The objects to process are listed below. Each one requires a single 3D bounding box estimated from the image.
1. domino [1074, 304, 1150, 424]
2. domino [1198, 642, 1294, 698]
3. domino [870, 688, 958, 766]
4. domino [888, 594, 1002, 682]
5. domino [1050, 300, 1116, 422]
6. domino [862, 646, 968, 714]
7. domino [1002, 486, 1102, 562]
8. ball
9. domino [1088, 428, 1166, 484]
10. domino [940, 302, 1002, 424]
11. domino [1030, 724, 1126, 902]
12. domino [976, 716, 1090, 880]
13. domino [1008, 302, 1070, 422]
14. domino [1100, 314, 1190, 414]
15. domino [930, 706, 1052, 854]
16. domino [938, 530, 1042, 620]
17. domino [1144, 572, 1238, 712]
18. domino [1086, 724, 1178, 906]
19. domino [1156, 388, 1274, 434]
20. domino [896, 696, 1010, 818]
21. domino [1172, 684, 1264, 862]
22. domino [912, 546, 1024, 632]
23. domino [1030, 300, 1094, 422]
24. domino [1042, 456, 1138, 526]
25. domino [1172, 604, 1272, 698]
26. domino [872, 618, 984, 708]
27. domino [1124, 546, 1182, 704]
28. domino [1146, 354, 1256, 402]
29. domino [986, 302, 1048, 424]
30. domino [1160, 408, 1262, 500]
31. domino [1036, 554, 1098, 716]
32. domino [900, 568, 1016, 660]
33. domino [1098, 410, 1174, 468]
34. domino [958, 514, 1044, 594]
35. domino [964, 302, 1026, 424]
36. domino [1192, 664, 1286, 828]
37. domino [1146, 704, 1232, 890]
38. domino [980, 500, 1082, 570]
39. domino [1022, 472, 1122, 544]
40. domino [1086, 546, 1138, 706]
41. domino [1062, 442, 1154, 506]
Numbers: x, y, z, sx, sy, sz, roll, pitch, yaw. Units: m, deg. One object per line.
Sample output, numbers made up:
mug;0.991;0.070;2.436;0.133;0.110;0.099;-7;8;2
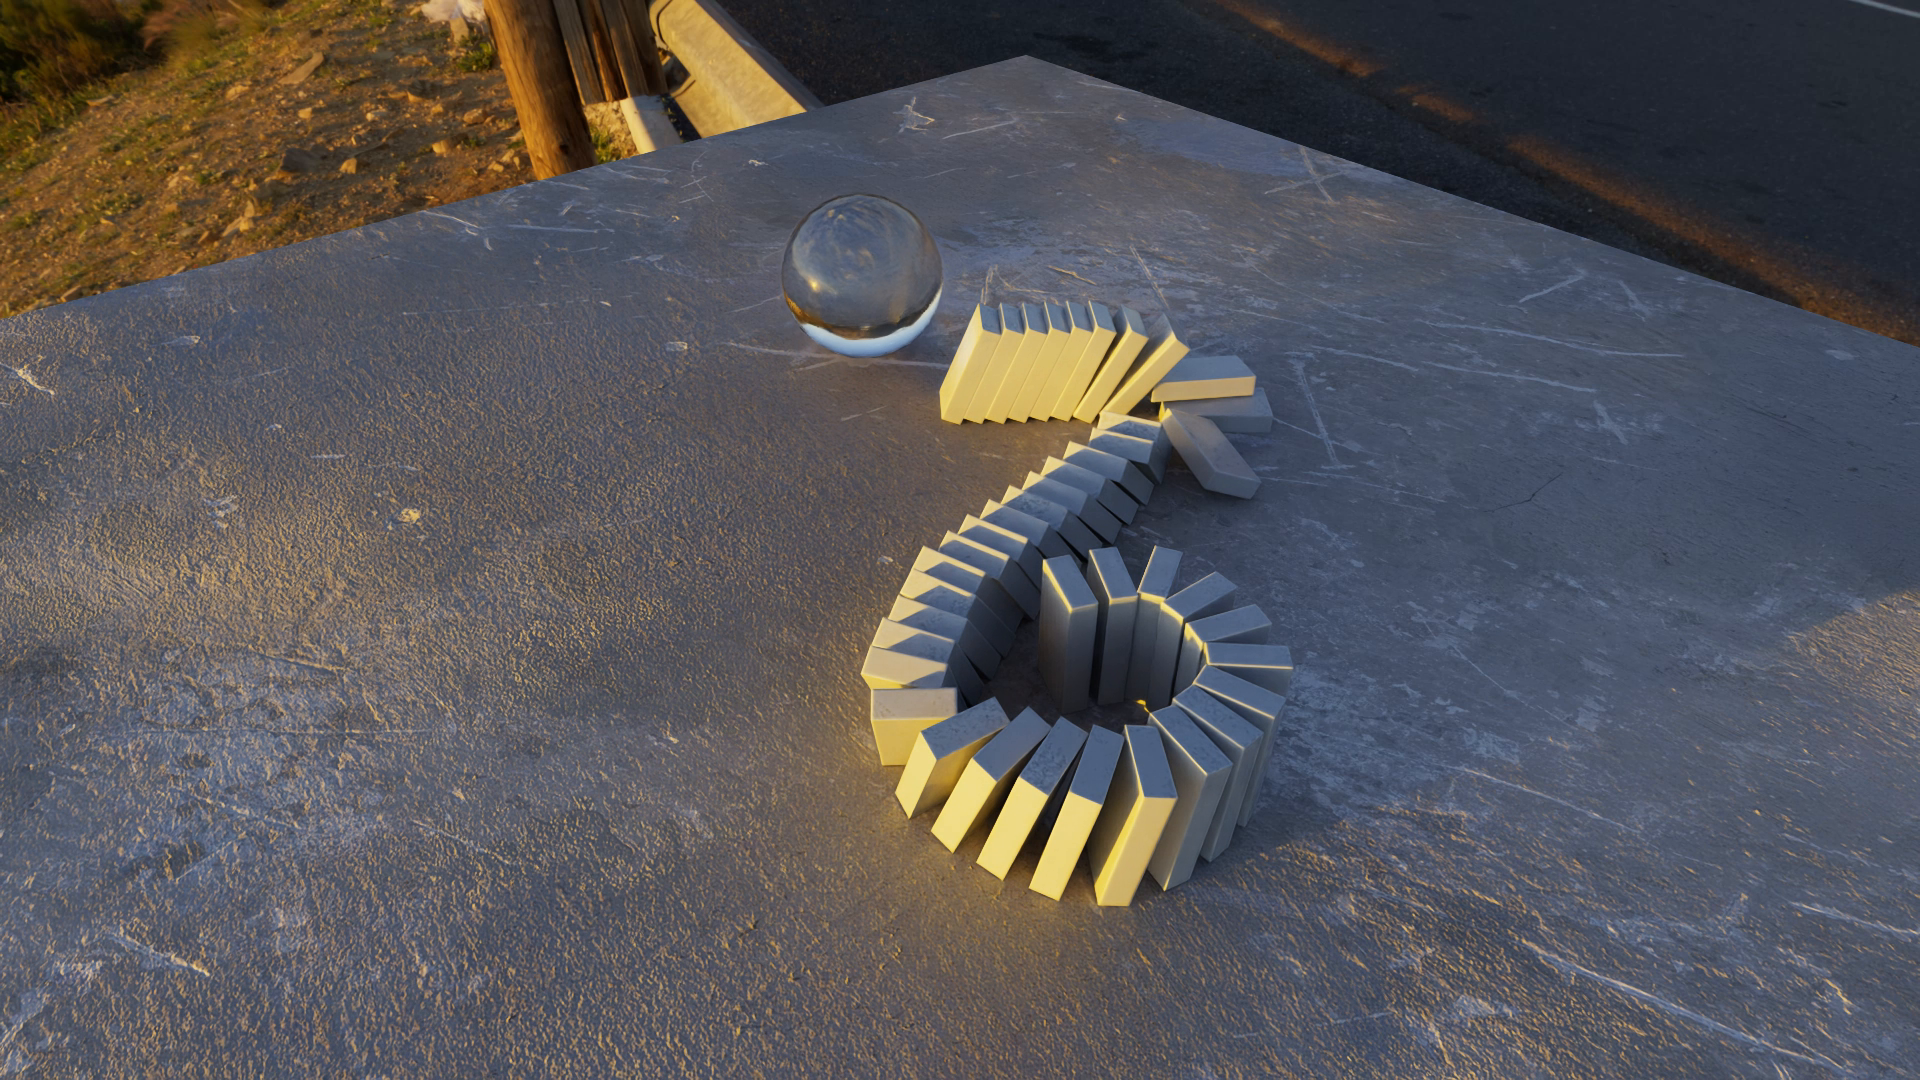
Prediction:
domino;0.068;-0.082;0.512;0.010;0.050;0.025;20;35;-19
domino;0.087;0.054;0.345;0.025;0.050;0.009;2;38;3
domino;-0.013;0.058;0.340;0.025;0.050;0.009;-1;64;0
domino;-0.004;0.034;0.372;0.025;0.050;0.010;18;76;20
domino;0.055;-0.083;0.513;0.010;0.050;0.025;15;36;-16
domino;-0.013;0.049;0.352;0.025;0.050;0.009;12;66;14
domino;0.036;-0.005;0.422;0.025;0.050;0.010;23;85;26
ball;-0.048;-0.131;0.547;0.080;0.080;0.080;0;39;0
domino;0.071;-0.035;0.460;0.025;0.010;0.050;15;-2;17
domino;0.004;-0.082;0.511;0.010;0.050;0.025;15;37;-16
domino;0.033;0.079;0.315;0.009;0.050;0.025;21;43;9
domino;0.021;0.075;0.319;0.009;0.050;0.025;31;47;13
domino;0.035;-0.082;0.512;0.009;0.050;0.025;15;36;-16
domino;0.084;-0.079;0.512;0.009;0.050;0.025;29;31;-26
domino;0.009;0.071;0.324;0.010;0.050;0.025;42;53;16
domino;0.012;0.014;0.397;0.025;0.050;0.009;22;78;25
domino;0.077;0.037;0.367;0.025;0.050;0.010;-25;46;-28
domino;0.048;0.079;0.314;0.009;0.050;0.025;4;39;-10
domino;0.119;-0.062;0.519;0.050;0.010;0.025;1;39;1
domino;-0.003;0.066;0.331;0.025;0.050;0.009;-22;65;-24
domino;0.072;0.070;0.326;0.009;0.050;0.025;-27;46;-34
domino;0.004;0.019;0.391;0.025;0.050;0.010;22;78;25
domino;0.045;-0.083;0.513;0.009;0.050;0.025;15;36;-16
domino;0.053;-0.019;0.441;0.025;0.050;0.010;23;89;25
domino;0.083;0.045;0.356;0.025;0.050;0.009;-13;41;-16
domino;-0.009;0.042;0.362;0.025;0.050;0.009;16;71;18
domino;0.066;0.030;0.375;0.010;0.050;0.025;14;41;16
domino;0.112;-0.077;0.522;0.050;0.010;0.025;-5;34;-8
domino;0.025;-0.082;0.512;0.009;0.050;0.025;15;37;-16
domino;0.109;-0.038;0.483;0.025;0.010;0.050;10;34;-26
domino;0.036;0.033;0.372;0.009;0.050;0.025;-11;41;-13
domino;0.000;0.026;0.382;0.025;0.050;0.010;22;78;25
domino;0.076;-0.043;0.470;0.025;0.009;0.050;15;-2;17
domino;0.019;0.008;0.404;0.025;0.050;0.010;22;78;25
domino;0.015;-0.082;0.512;0.010;0.050;0.025;15;37;-16
domino;0.081;0.063;0.334;0.025;0.050;0.009;23;43;25
domino;0.061;0.075;0.319;0.010;0.050;0.025;-13;41;-28
domino;0.027;0.001;0.413;0.025;0.050;0.010;23;81;26
domino;0.044;-0.012;0.431;0.025;0.050;0.010;23;87;26
domino;0.050;0.030;0.375;0.009;0.050;0.025;-6;40;-8
domino;0.061;-0.027;0.451;0.025;0.009;0.050;20;-1;23
